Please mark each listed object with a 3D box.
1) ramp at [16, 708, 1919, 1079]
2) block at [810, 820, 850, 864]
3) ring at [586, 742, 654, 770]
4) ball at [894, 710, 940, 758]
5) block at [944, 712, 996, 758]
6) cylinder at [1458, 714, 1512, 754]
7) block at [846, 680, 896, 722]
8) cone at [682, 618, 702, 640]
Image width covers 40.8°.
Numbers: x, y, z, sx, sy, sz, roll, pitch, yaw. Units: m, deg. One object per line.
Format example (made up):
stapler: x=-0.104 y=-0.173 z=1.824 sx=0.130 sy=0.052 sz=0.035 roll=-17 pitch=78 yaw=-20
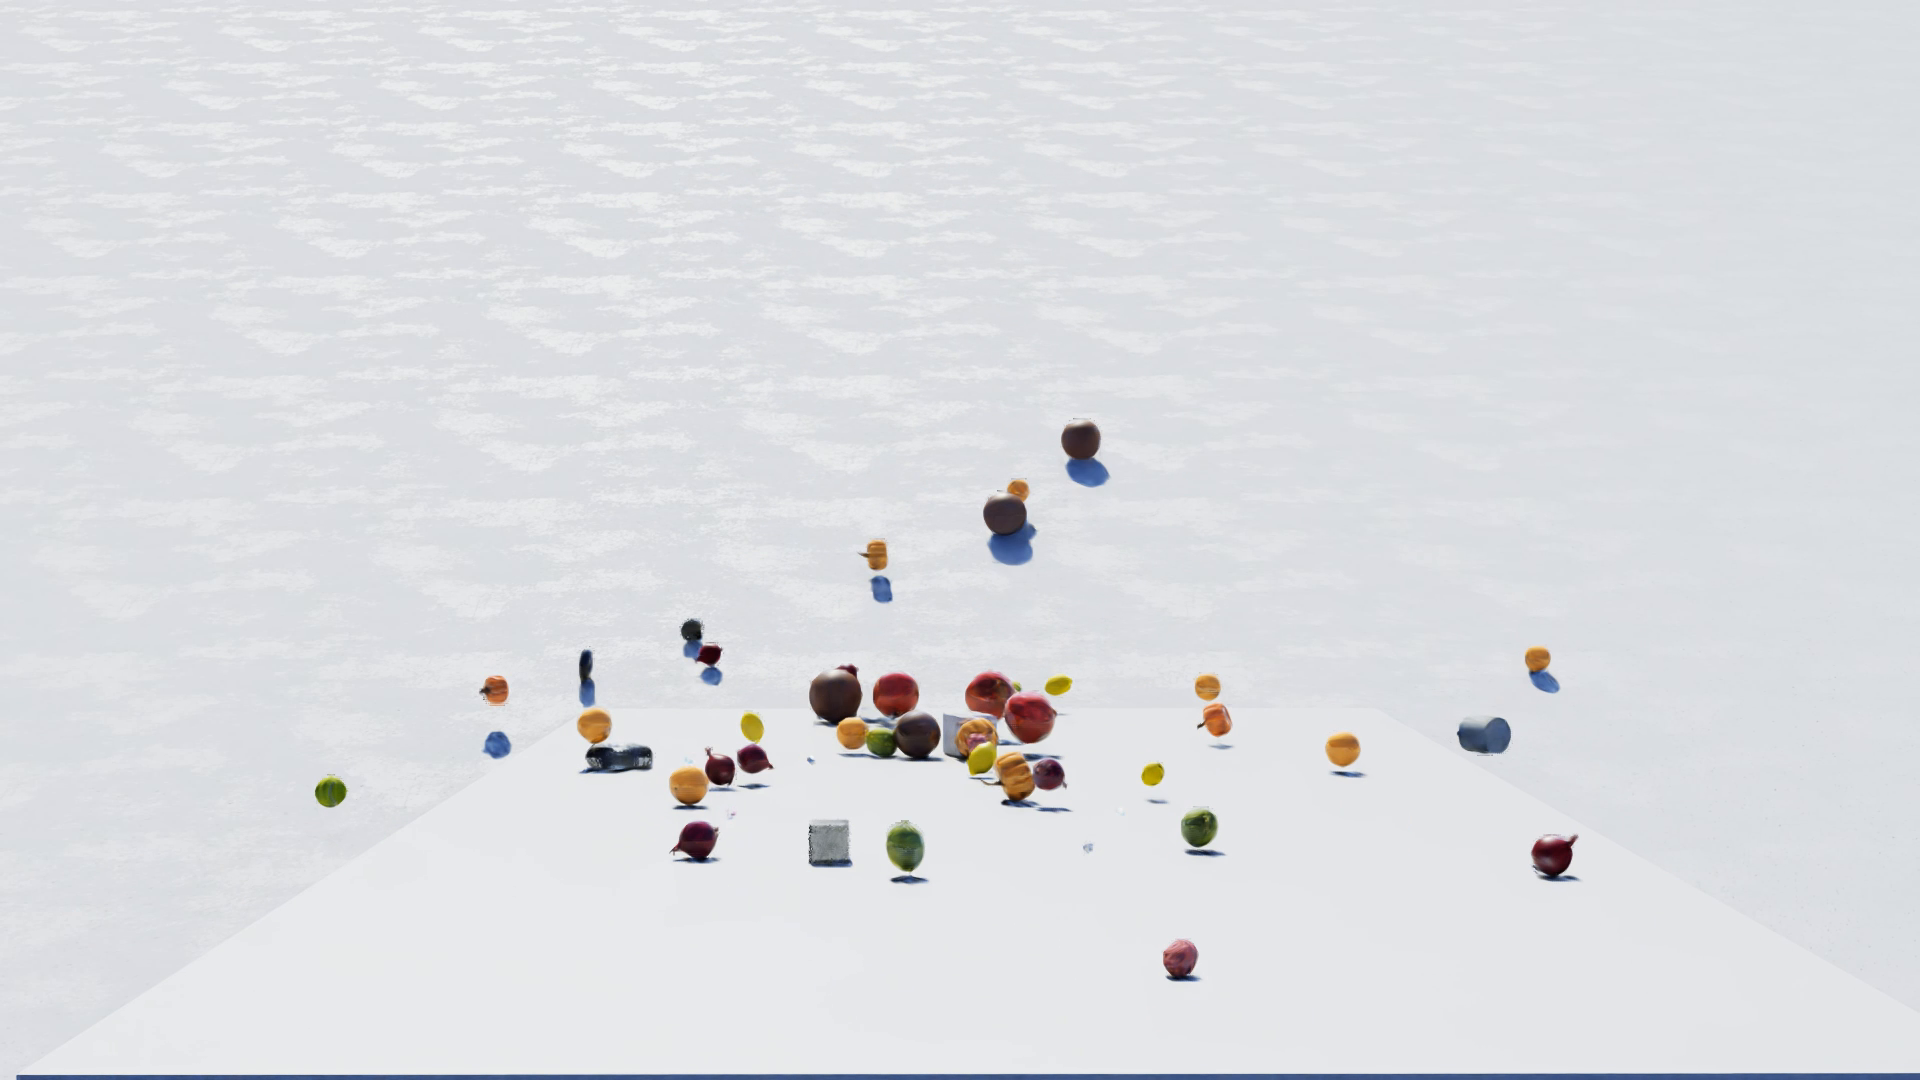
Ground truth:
ramp: x=0.059 y=0.530 z=4.567 sx=2.000 sy=0.100 sz=4.000 roll=0 pitch=1 yaw=0
block: x=-0.201 y=0.465 z=3.984 sx=0.059 sy=0.059 sz=0.059 roll=0 pitch=1 yaw=0
ring: x=-0.692 y=0.440 z=5.247 sx=0.139 sy=0.046 sz=0.139 roll=0 pitch=2 yaw=0
ball: x=-0.090 y=0.408 z=5.427 sx=0.100 sy=0.100 sz=0.100 roll=0 pitch=26 yaw=0
block: x=0.021 y=0.414 z=5.483 sx=0.085 sy=0.085 sz=0.085 roll=-1 pitch=2 yaw=-24
cylinder: x=1.270 y=0.471 z=6.248 sx=0.090 sy=0.090 sz=0.090 roll=-17 pitch=9 yaw=-32
block: x=-0.217 y=0.391 z=6.287 sx=0.091 sy=0.091 sz=0.091 roll=1 pitch=2 yaw=30
cone: x=-0.719 y=0.258 z=7.052 sx=0.065 sy=0.065 sz=0.065 roll=-15 pitch=29 yaw=-29
